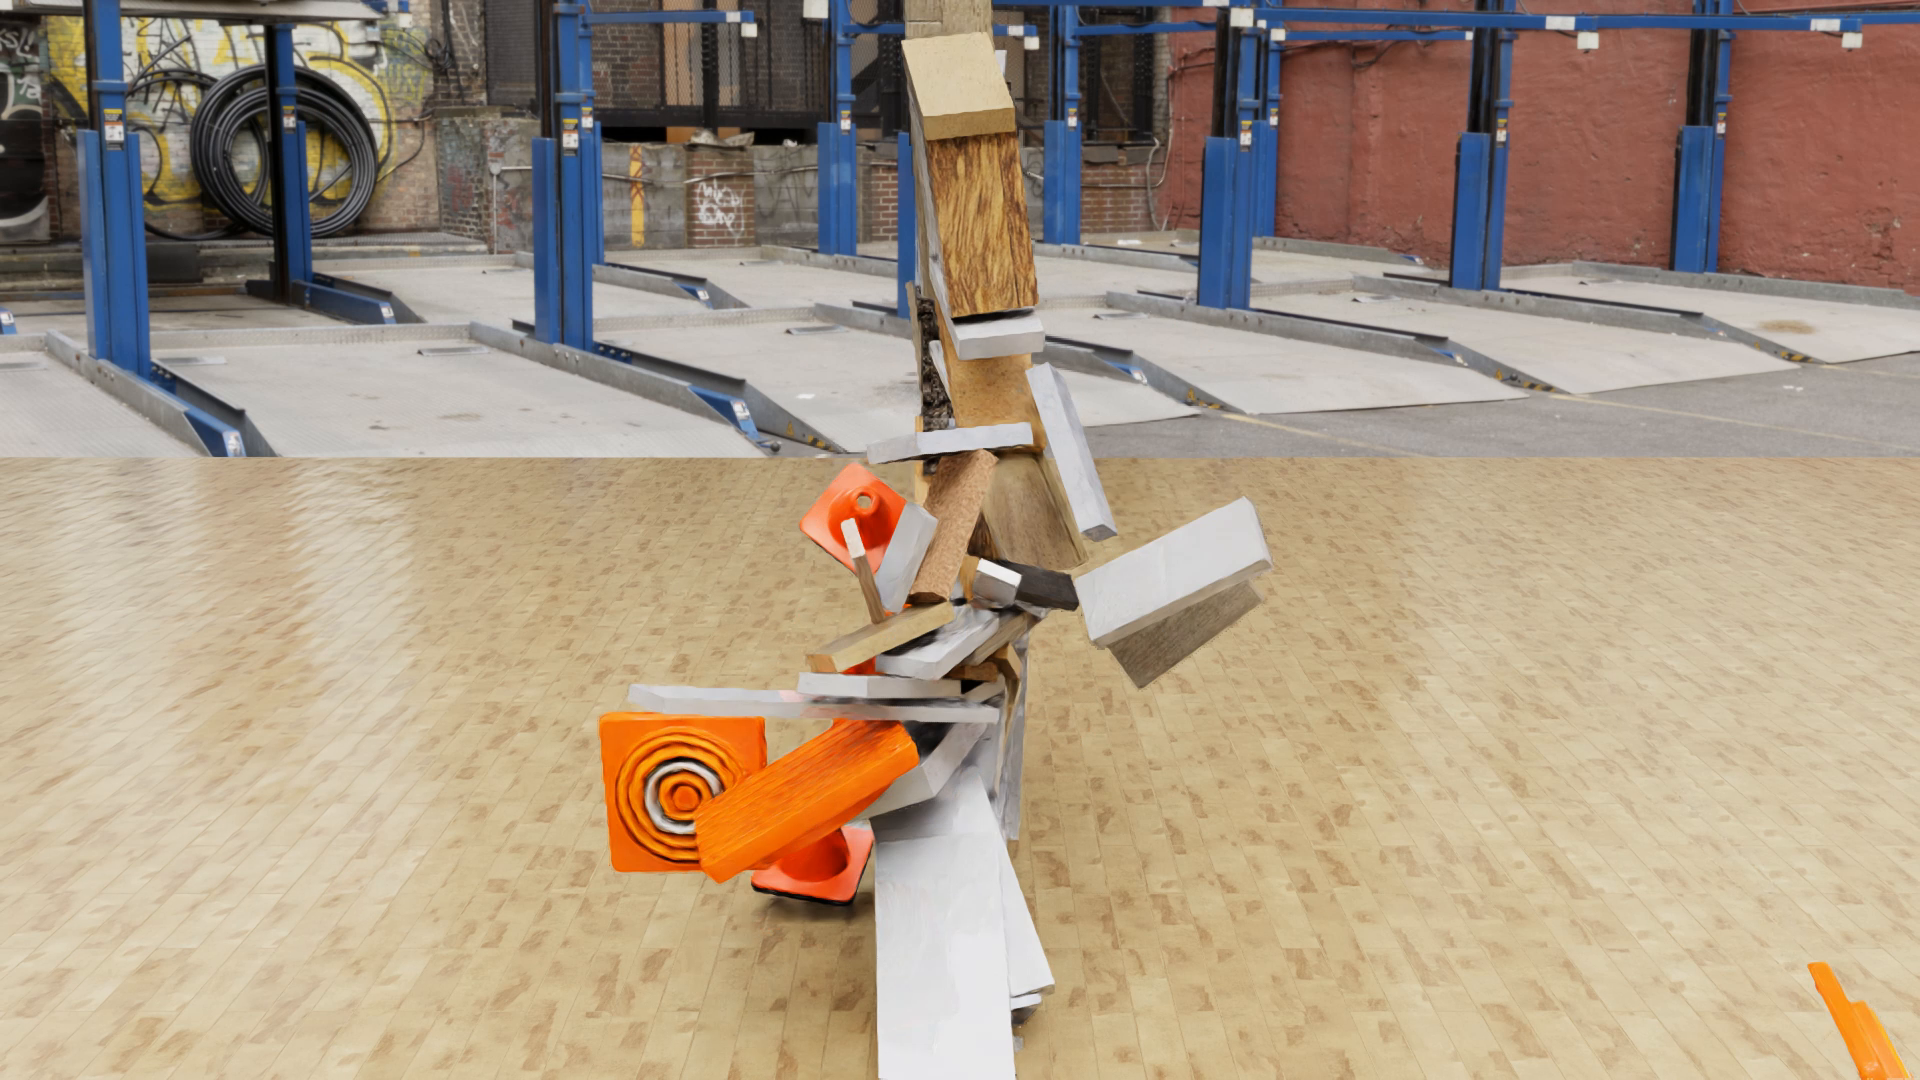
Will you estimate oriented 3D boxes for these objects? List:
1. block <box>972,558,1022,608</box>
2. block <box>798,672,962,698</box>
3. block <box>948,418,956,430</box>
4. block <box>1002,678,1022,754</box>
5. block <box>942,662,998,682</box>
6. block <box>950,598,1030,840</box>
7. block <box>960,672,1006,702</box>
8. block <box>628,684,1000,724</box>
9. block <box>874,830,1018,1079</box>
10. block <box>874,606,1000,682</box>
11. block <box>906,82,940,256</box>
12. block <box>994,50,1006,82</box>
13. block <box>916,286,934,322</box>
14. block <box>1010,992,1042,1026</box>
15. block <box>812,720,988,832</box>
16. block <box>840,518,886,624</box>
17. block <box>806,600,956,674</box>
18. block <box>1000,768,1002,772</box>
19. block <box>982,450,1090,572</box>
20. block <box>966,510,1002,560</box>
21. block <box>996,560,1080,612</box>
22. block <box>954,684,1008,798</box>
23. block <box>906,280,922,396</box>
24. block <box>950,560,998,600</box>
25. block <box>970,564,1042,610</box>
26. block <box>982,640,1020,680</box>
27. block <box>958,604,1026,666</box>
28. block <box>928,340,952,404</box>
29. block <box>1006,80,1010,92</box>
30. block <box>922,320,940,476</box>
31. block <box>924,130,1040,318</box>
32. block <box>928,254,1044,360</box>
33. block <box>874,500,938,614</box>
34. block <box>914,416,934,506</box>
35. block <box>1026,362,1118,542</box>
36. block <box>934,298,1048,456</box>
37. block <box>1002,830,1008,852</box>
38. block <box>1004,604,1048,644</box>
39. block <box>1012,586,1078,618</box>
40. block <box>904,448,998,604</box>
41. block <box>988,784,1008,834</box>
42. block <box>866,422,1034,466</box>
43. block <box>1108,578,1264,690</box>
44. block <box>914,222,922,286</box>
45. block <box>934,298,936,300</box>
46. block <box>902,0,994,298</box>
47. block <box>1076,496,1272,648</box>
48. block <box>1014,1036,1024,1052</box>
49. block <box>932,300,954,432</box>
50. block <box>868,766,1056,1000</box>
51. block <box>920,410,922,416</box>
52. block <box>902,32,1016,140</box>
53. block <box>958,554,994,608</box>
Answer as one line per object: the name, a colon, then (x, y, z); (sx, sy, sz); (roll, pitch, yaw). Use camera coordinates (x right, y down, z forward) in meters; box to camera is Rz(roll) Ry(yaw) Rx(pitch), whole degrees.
block: (0.052, 0.063, 3.162); (0.062, 0.018, 0.136); (23, -15, 3)
block: (-0.106, 0.203, 3.068); (0.096, 0.027, 0.419); (3, -3, 17)
block: (0.007, -0.163, 3.571); (0.056, 0.016, 0.113); (3, -25, -3)
block: (0.029, 0.295, 3.505); (0.096, 0.027, 0.193); (10, 51, 10)
block: (-0.016, 0.192, 3.277); (0.099, 0.028, 0.198); (3, -5, 15)
block: (0.025, 0.289, 3.623); (0.166, 0.395, 0.047); (3, -4, 4)
block: (-0.012, 0.237, 3.383); (0.096, 0.027, 0.193); (-2, 8, 23)
block: (-0.181, 0.223, 2.973); (0.072, 0.021, 0.622); (14, 5, 43)
block: (-0.023, 0.582, 2.971); (0.174, 0.049, 0.460); (-7, 37, 2)
block: (-0.031, 0.144, 3.121); (0.096, 0.027, 0.193); (7, 23, 27)
block: (0.003, -0.590, 3.440); (0.135, 0.269, 0.038); (-9, 11, -9)
block: (0.003, -0.772, 3.718); (0.143, 0.040, 0.285); (2, 28, 2)
block: (-0.010, -0.448, 3.806); (0.134, 0.038, 0.268); (1, 29, -3)
block: (0.076, 0.656, 3.054); (0.049, 0.014, 0.098); (-8, -27, -21)
block: (-0.084, 0.330, 3.268); (0.174, 0.049, 0.348); (-19, 7, 16)
block: (-0.134, 0.044, 3.060); (0.021, 0.145, 0.072); (-18, 48, -3)
block: (-0.111, 0.134, 3.070); (0.193, 0.027, 0.096); (-24, 8, -24)
block: (0.031, 0.373, 3.508); (0.065, 0.018, 0.130); (1, 19, 5)
block: (0.098, -0.055, 3.446); (0.121, 0.242, 0.034); (-21, -9, -11)
block: (0.044, -0.054, 3.598); (0.121, 0.242, 0.034); (-2, 52, -9)
block: (0.115, 0.068, 3.280); (0.124, 0.018, 0.062); (12, 39, -27)
block: (0.018, 0.314, 3.442); (0.096, 0.027, 0.193); (-3, 51, 13)
block: (-0.009, -0.331, 3.895); (0.134, 0.268, 0.038); (-8, 1, -19)
block: (0.035, 0.063, 3.639); (0.166, 0.047, 0.333); (1, 2, -1)
block: (0.071, 0.072, 3.312); (0.062, 0.018, 0.124); (-15, 10, 34)
block: (0.035, 0.183, 3.419); (0.099, 0.028, 0.270); (5, -10, 6)
block: (0.015, 0.139, 3.239); (0.099, 0.028, 0.198); (5, 15, 22)
block: (0.012, -0.268, 3.554); (0.082, 0.023, 0.164); (-14, 48, -10)
block: (0.011, -0.661, 3.858); (0.143, 0.285, 0.040); (2, 17, 2)
block: (0.003, -0.245, 3.752); (0.134, 0.268, 0.038); (-1, 7, -3)
block: (0.032, -0.477, 3.288); (0.135, 0.269, 0.038); (-9, 11, -8)
block: (0.038, -0.367, 3.393); (0.130, 0.037, 0.260); (-7, 37, -8)
block: (-0.080, 0.025, 3.116); (0.021, 0.145, 0.072); (17, 11, -29)
block: (0.003, -0.117, 3.836); (0.163, 0.046, 0.326); (1, 32, -1)
block: (0.170, -0.131, 3.336); (0.037, 0.260, 0.130); (-20, -12, 11)
block: (0.047, -0.261, 3.451); (0.130, 0.260, 0.037); (-8, -13, -10)
block: (0.001, 0.556, 3.409); (0.140, 0.040, 0.281); (1, 33, 2)
block: (0.082, 0.130, 3.457); (0.052, 0.015, 0.295); (23, -15, -5)
block: (0.130, 0.083, 3.318); (0.052, 0.015, 0.103); (28, 32, 25)
block: (-0.022, -0.018, 3.134); (0.031, 0.222, 0.111); (28, -19, -27)
block: (-0.001, 0.424, 3.430); (0.140, 0.040, 0.281); (1, 4, 3)
block: (-0.014, -0.139, 3.162); (0.222, 0.031, 0.111); (-8, 0, -42)
block: (0.347, 0.118, 3.485); (0.242, 0.121, 0.034); (-37, -6, 14)
block: (-0.003, -0.571, 3.691); (0.143, 0.285, 0.040); (1, 17, -2)
block: (0.002, -0.390, 3.624); (0.082, 0.023, 0.164); (-3, 43, -5)
block: (-0.008, -0.652, 3.555); (0.138, 0.511, 0.039); (-5, 11, -6)
block: (0.313, 0.049, 3.243); (0.289, 0.111, 0.031); (-27, -37, 20)
block: (0.035, 0.701, 3.033); (0.098, 0.014, 0.049); (-9, 14, -41)
block: (-0.003, -0.281, 3.647); (0.082, 0.246, 0.023); (1, -10, -3)
block: (-0.003, 0.513, 3.171); (0.174, 0.348, 0.049); (-18, -28, -6)
block: (-0.002, -0.223, 4.303); (0.153, 0.043, 0.306); (0, 10, 1)
block: (-0.005, -0.689, 3.326); (0.135, 0.038, 0.269); (-7, 37, -5)
block: (0.024, 0.074, 3.423); (0.015, 0.103, 0.052); (-26, -15, 28)
